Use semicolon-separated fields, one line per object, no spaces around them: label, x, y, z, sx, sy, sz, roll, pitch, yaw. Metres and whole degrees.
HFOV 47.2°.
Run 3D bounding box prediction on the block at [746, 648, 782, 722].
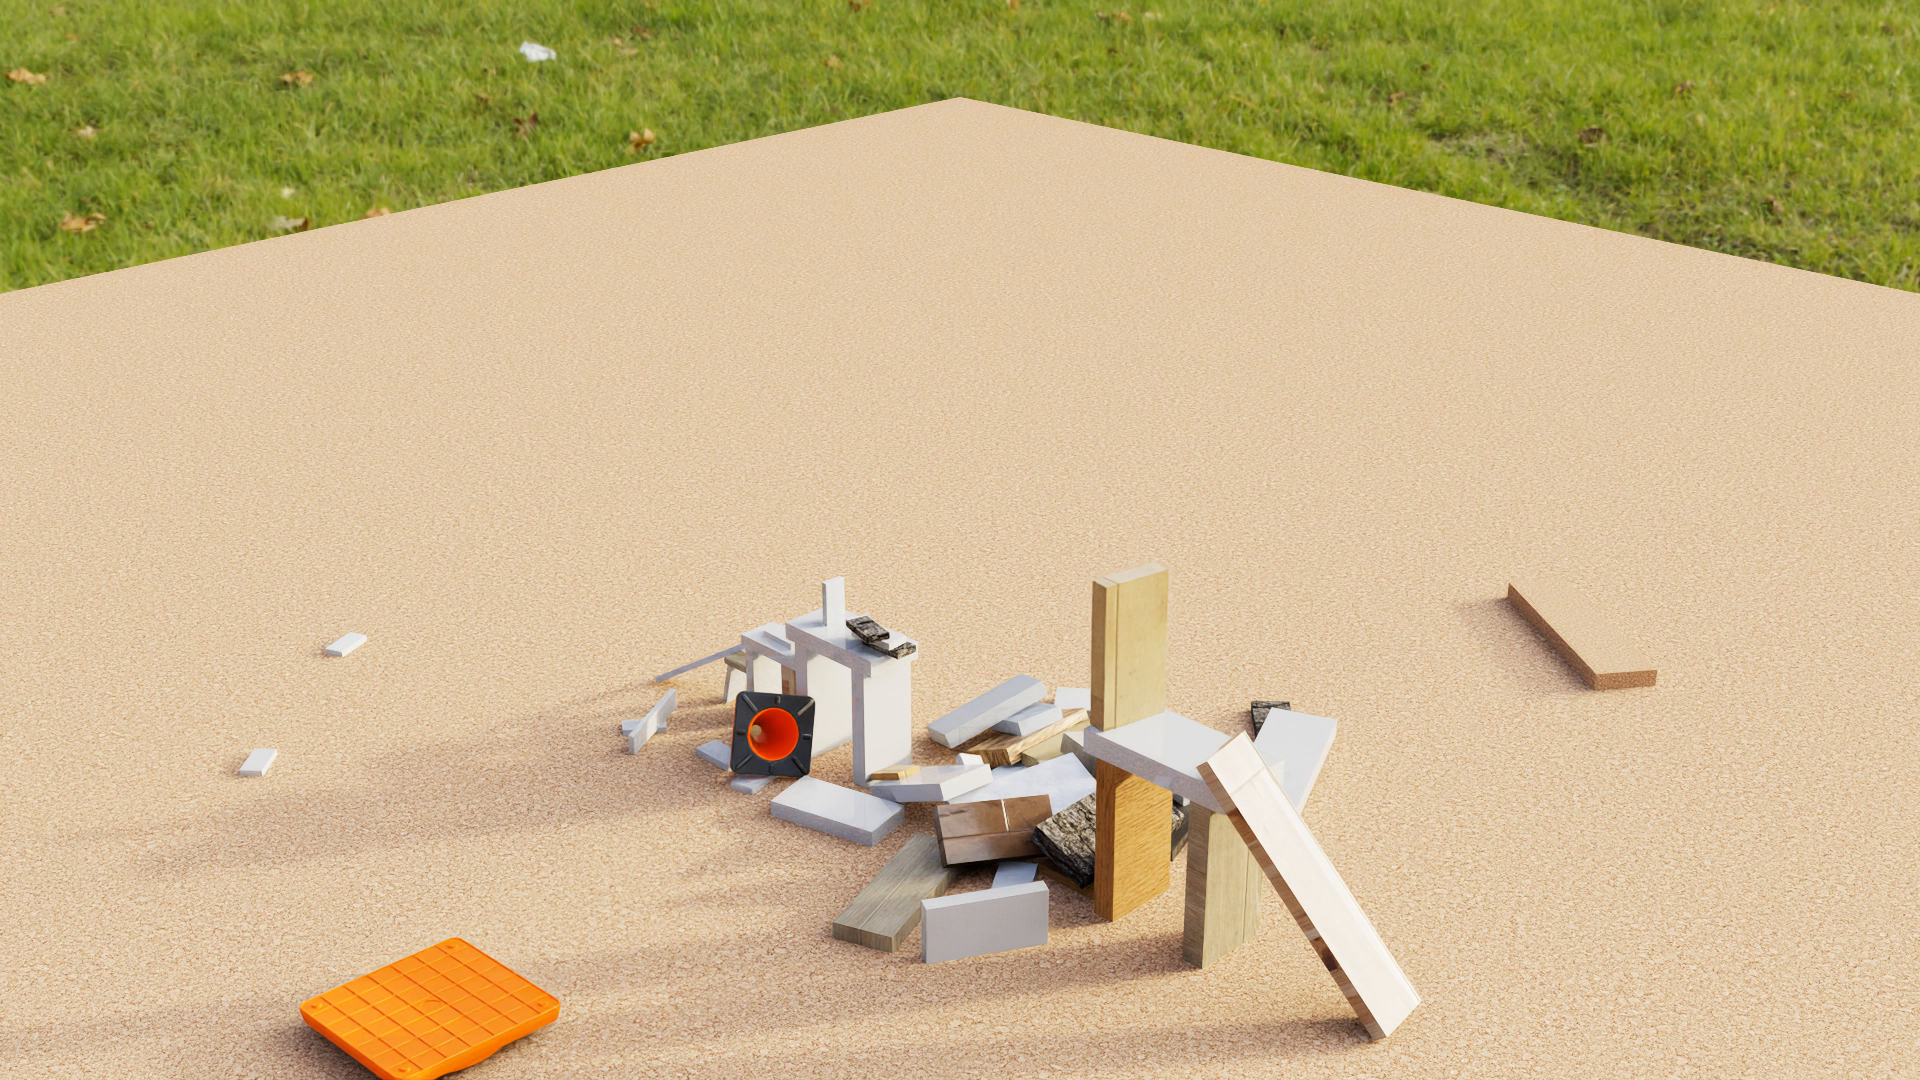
block;-0.424;0.305;4.813;0.025;0.179;0.090;22;31;40

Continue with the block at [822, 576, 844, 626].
block;-0.263;0.127;4.570;0.048;0.096;0.014;-20;30;-39

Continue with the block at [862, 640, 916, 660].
block;-0.144;0.213;4.472;0.104;0.015;0.052;21;31;40

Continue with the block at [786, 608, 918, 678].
block;-0.225;0.207;4.552;0.131;0.037;0.263;-21;31;-41

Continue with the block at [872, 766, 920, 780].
block;-0.132;0.478;4.521;0.052;0.015;0.103;-18;4;-34

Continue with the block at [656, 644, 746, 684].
block;-0.556;0.265;4.926;0.299;0.014;0.048;-22;0;29

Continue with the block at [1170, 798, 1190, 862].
block;0.441;0.548;4.395;0.084;0.024;0.264;13;33;26

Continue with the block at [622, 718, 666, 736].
block;-0.687;0.406;4.787;0.095;0.013;0.047;-4;23;-9

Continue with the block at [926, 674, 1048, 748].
block;0.057;0.365;4.719;0.243;0.034;0.122;-28;13;-16

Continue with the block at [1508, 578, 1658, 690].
block;1.463;0.217;5.196;0.146;0.041;0.513;-4;23;-8

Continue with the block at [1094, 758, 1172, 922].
block;0.324;0.530;4.091;0.047;0.329;0.164;20;30;41

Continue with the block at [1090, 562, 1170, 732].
block;0.306;0.194;3.976;0.143;0.285;0.040;-15;26;-31

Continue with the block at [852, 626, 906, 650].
block;-0.165;0.195;4.476;0.103;0.015;0.052;18;29;36

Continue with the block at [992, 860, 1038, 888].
block;0.100;0.659;4.181;0.073;0.021;0.147;4;23;10

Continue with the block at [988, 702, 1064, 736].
block;0.123;0.379;4.727;0.105;0.030;0.210;-20;10;-25

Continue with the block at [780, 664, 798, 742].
block;-0.340;0.337;4.737;0.090;0.179;0.025;-20;30;-39

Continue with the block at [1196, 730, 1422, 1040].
block;0.600;0.592;3.781;0.115;0.556;0.033;-32;-2;-41

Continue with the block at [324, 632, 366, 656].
block;-1.442;0.246;5.164;0.048;0.014;0.095;9;24;19

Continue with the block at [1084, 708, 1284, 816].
block;0.399;0.387;3.948;0.164;0.047;0.329;-21;31;-41

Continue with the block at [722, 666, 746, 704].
block;-0.500;0.312;4.897;0.014;0.099;0.050;34;39;32

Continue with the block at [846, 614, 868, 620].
block;-0.191;0.180;4.477;0.048;0.014;0.096;-12;26;-25

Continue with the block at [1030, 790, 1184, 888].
block;0.288;0.557;4.262;0.285;0.040;0.143;-24;56;-39

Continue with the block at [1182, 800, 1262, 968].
block;0.476;0.590;3.950;0.164;0.329;0.047;-21;31;-41

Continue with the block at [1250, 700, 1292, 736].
block;0.683;0.400;4.788;0.084;0.024;0.168;1;23;2

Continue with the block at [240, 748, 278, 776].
block;-1.480;0.469;4.639;0.048;0.014;0.095;1;23;2

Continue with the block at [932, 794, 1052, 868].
block;0.070;0.560;4.236;0.230;0.115;0.033;-3;-21;-20

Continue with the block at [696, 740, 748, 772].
block;-0.505;0.457;4.664;0.054;0.015;0.108;-21;31;-41

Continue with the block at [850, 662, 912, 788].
block;-0.162;0.370;4.553;0.037;0.263;0.131;21;31;41

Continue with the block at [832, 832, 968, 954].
block;-0.104;0.663;4.155;0.121;0.034;0.352;10;25;22

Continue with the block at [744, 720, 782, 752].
block;-0.425;0.422;4.747;0.054;0.015;0.110;-8;24;-19

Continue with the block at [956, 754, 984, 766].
block;0.035;0.487;4.461;0.058;0.016;0.116;12;43;-42

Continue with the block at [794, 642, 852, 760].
block;-0.285;0.321;4.667;0.037;0.263;0.131;21;31;41

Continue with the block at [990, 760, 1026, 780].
block;0.156;0.491;4.559;0.126;0.036;0.252;20;30;39

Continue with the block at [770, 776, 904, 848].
block;-0.246;0.545;4.431;0.243;0.034;0.121;13;26;28

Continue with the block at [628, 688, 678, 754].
block;-0.663;0.391;4.747;0.013;0.047;0.190;13;33;18

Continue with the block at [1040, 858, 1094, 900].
block;0.231;0.644;4.217;0.147;0.021;0.073;21;31;40

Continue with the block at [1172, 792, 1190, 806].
block;0.493;0.481;4.461;0.168;0.024;0.084;-20;34;-27

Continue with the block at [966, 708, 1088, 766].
block;0.145;0.418;4.670;0.252;0.036;0.126;-23;9;-42

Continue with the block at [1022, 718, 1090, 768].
block;0.239;0.438;4.598;0.105;0.030;0.210;20;30;40

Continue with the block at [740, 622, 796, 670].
block;-0.380;0.228;4.733;0.090;0.025;0.179;-21;31;-40

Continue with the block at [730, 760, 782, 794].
block;-0.423;0.494;4.576;0.054;0.015;0.108;13;26;28

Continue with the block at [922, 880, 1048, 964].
block;0.045;0.692;3.982;0.230;0.115;0.033;-7;24;-15

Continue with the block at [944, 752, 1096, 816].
block;0.133;0.525;4.354;0.292;0.041;0.146;-17;42;-23

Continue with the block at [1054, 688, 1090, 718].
block;0.315;0.367;4.858;0.210;0.030;0.105;3;23;6

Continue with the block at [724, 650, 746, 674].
block;-0.469;0.273;4.847;0.099;0.014;0.050;22;31;39

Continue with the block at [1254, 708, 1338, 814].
block;0.654;0.487;4.528;0.143;0.040;0.468;10;28;19

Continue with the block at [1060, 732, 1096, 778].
block;0.368;0.438;4.533;0.293;0.041;0.146;0;20;-34

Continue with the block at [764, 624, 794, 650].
block;-0.374;0.208;4.729;0.047;0.013;0.094;-20;30;-38

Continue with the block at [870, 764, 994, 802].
block;-0.060;0.490;4.430;0.126;0.036;0.252;-18;4;-36

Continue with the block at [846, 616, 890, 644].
block;-0.186;0.181;4.439;0.048;0.014;0.096;-13;26;-28

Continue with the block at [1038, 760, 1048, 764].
block;0.209;0.477;4.483;0.116;0.058;0.016;0;16;-27

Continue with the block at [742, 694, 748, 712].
block;-0.450;0.333;4.851;0.050;0.099;0.014;-21;50;-41
